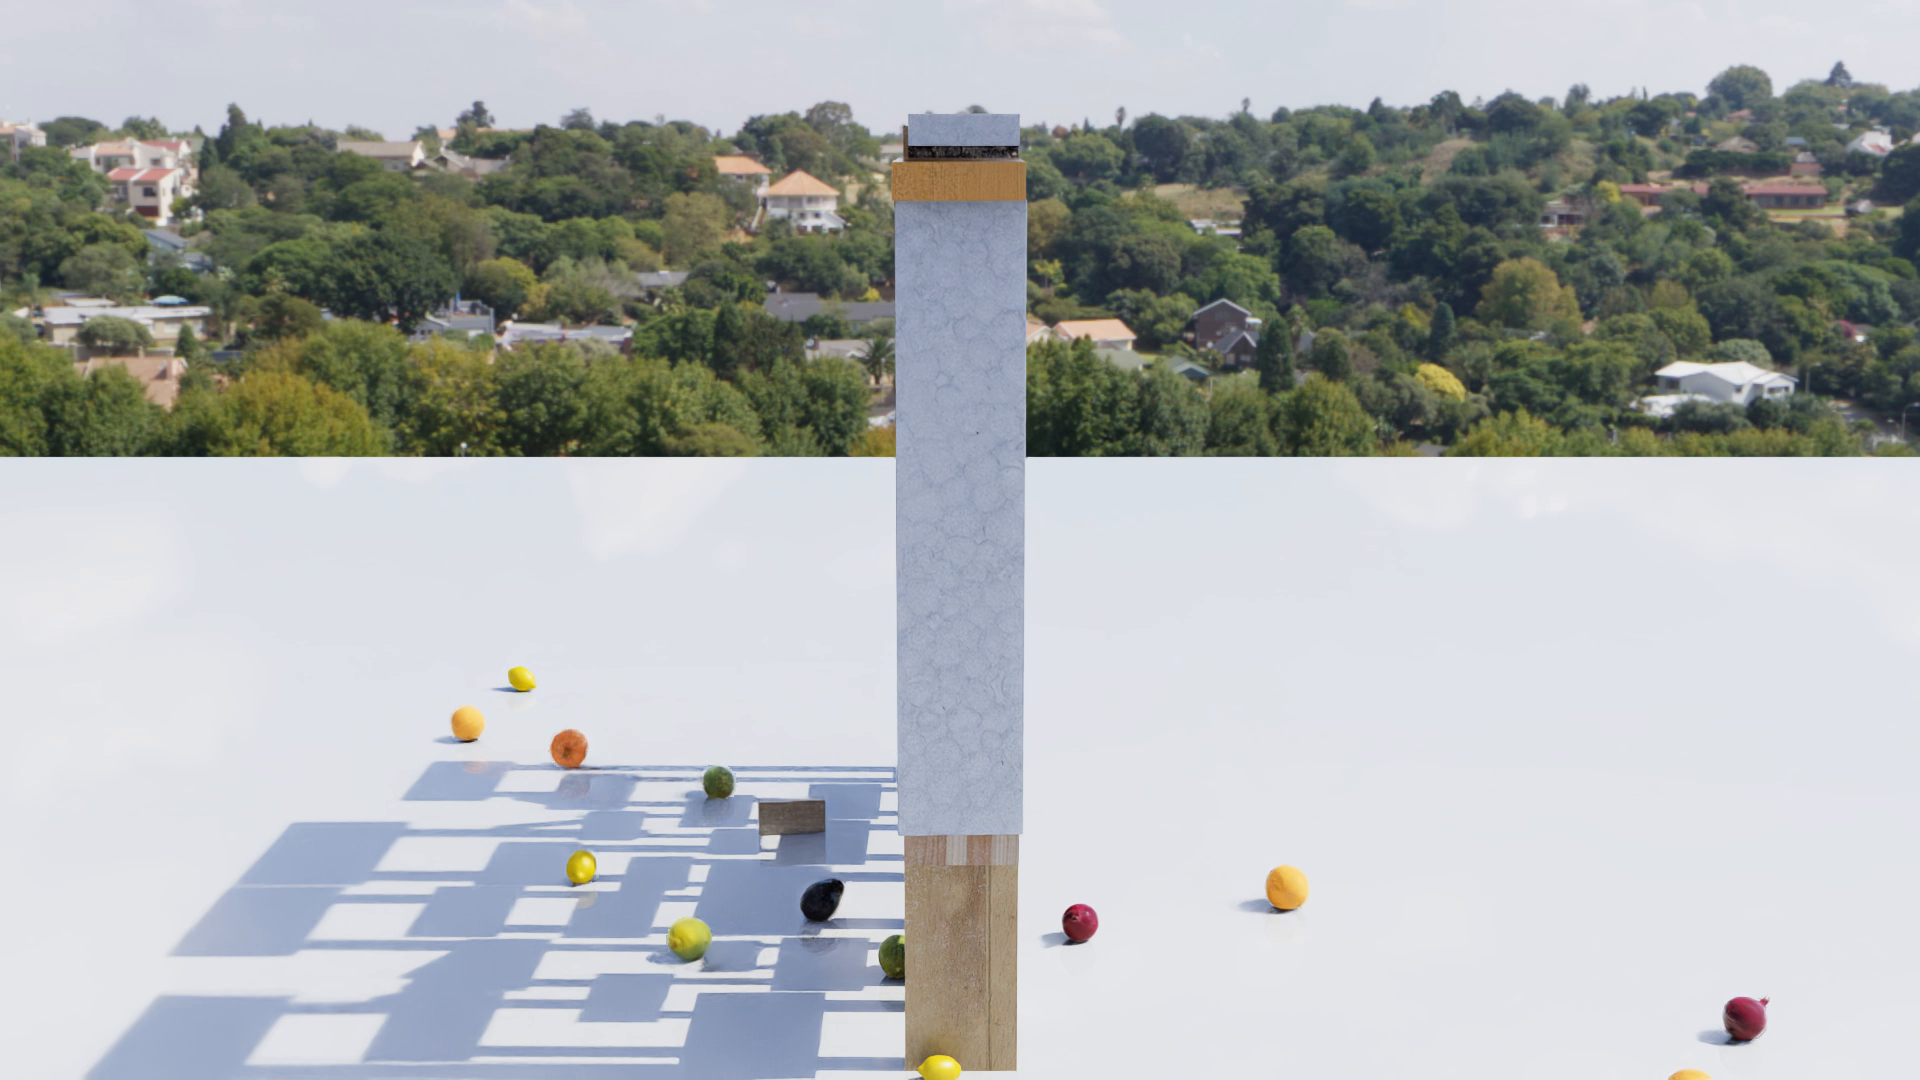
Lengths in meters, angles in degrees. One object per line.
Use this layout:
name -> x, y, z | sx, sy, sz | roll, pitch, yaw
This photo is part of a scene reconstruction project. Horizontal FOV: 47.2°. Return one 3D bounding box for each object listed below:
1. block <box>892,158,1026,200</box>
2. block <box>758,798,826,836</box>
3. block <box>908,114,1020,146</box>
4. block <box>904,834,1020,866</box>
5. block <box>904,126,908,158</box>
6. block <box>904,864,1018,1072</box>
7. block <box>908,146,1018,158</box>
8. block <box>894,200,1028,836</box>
block -> -0.002, -0.468, 2.843 | 0.164, 0.046, 0.328 | 0, 11, 0
block -> -0.305, 0.501, 3.983 | 0.120, 0.060, 0.017 | -2, 8, -10
block -> 0.003, -0.615, 3.299 | 0.159, 0.045, 0.319 | 0, 11, -1
block -> 0.000, 0.379, 3.036 | 0.151, 0.043, 0.301 | 0, 11, -1
block -> -0.003, -0.660, 3.642 | 0.176, 0.050, 0.352 | 0, 10, -1
block -> 0.001, 0.567, 2.970 | 0.151, 0.301, 0.043 | 0, 11, 0
block -> 0.005, -0.365, 3.237 | 0.159, 0.423, 0.045 | 0, 10, 0
block -> 0.000, -0.022, 2.823 | 0.164, 0.823, 0.046 | 0, 11, -2
